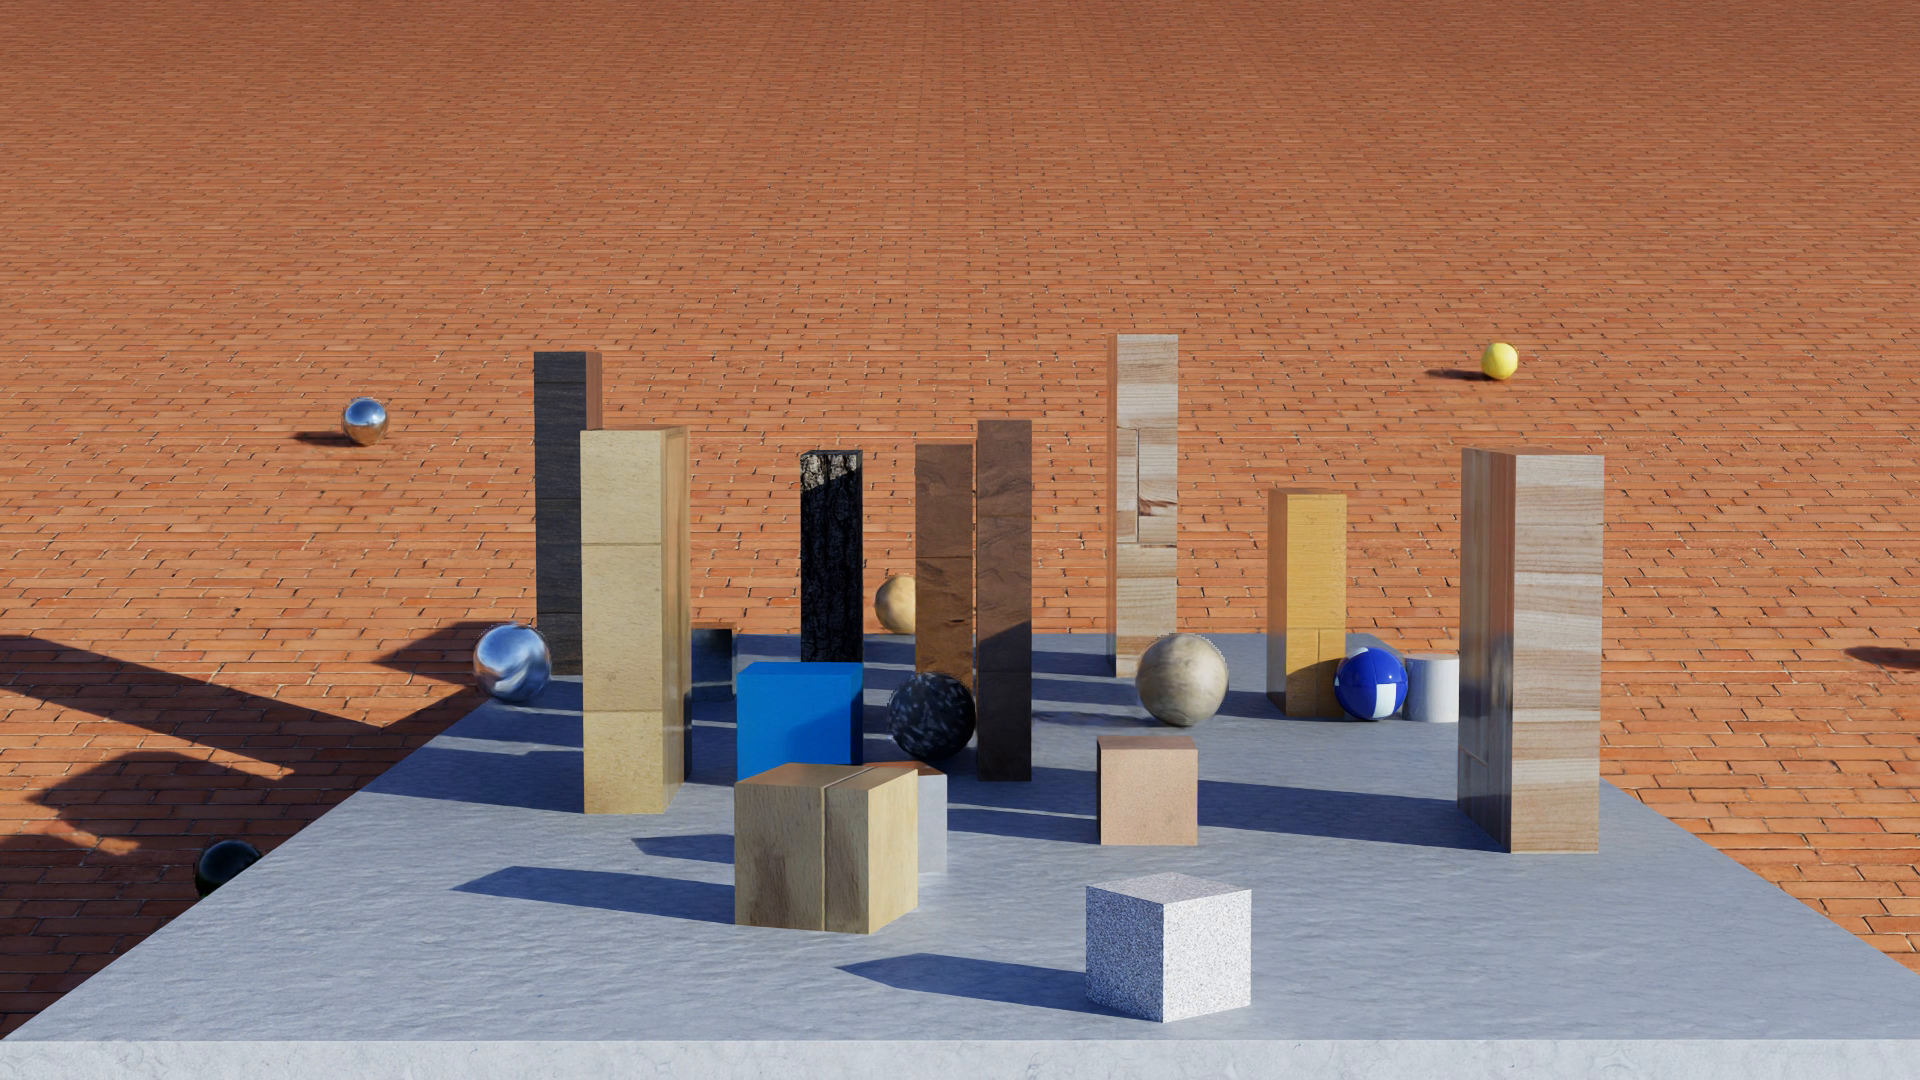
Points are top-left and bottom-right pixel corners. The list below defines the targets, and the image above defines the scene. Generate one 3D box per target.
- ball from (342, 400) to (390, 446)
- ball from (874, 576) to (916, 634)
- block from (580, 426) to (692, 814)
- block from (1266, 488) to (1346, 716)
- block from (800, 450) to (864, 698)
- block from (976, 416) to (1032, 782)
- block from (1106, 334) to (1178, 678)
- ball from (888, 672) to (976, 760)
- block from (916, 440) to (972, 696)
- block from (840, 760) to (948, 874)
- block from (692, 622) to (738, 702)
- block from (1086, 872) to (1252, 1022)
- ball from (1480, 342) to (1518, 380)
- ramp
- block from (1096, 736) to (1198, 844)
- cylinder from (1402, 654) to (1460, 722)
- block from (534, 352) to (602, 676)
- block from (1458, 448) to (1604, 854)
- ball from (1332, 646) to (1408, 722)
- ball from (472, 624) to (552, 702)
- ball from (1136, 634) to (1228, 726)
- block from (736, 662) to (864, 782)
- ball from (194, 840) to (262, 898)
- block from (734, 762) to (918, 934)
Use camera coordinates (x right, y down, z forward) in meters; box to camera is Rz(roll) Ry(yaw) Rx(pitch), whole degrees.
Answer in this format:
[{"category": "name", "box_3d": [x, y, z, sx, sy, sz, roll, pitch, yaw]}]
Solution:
[{"category": "ball", "box_3d": [-1.927, -0.382, 8.329, 0.148, 0.148, 0.148, 0, 20, 0]}, {"category": "ball", "box_3d": [-0.143, 0.165, 6.509, 0.149, 0.149, 0.149, 0, 20, 0]}, {"category": "block", "box_3d": [-0.505, 0.110, 4.041, 0.118, 0.574, 0.424, 0, 4, 0]}, {"category": "block", "box_3d": [0.683, 0.116, 5.079, 0.113, 0.428, 0.312, 0, 4, 0]}, {"category": "block", "box_3d": [-0.246, 0.084, 4.969, 0.104, 0.507, 0.347, 0, 4, 0]}, {"category": "block", "box_3d": [0.072, 0.088, 4.304, 0.087, 0.584, 0.338, 0, 4, 0]}, {"category": "block", "box_3d": [0.404, -0.084, 5.745, 0.130, 0.743, 0.382, 0, 4, 0]}, {"category": "ball", "box_3d": [-0.047, 0.301, 4.374, 0.150, 0.150, 0.150, 0, 20, 0]}, {"category": "block", "box_3d": [-0.029, 0.082, 4.818, 0.104, 0.531, 0.347, 0, 4, 0]}, {"category": "block", "box_3d": [-0.098, 0.372, 3.439, 0.129, 0.129, 0.129, -1, 4, -17]}, {"category": "block", "box_3d": [-0.533, 0.247, 5.235, 0.147, 0.147, 0.147, 0, 4, -1]}, {"category": "block", "box_3d": [0.218, 0.424, 2.686, 0.122, 0.122, 0.122, -3, 5, -37]}, {"category": "ball", "box_3d": [1.902, -0.631, 9.052, 0.130, 0.130, 0.130, 0, 20, 0]}, {"category": "ramp", "box_3d": [0.046, 0.416, 4.535, 2.000, 0.100, 4.000, 0, 4, 0]}, {"category": "block", "box_3d": [0.265, 0.355, 3.654, 0.134, 0.134, 0.134, 0, 4, 0]}, {"category": "cylinder", "box_3d": [0.905, 0.282, 4.908, 0.118, 0.118, 0.118, 0, 4, 0]}, {"category": "block", "box_3d": [-0.870, -0.065, 5.728, 0.114, 0.707, 0.258, 0, 4, 0]}, {"category": "block", "box_3d": [0.816, 0.145, 3.696, 0.120, 0.547, 0.378, 0, 4, 0]}, {"category": "ball", "box_3d": [0.779, 0.273, 4.874, 0.142, 0.142, 0.142, 0, 20, 0]}, {"category": "ball", "box_3d": [-0.903, 0.247, 5.172, 0.156, 0.156, 0.156, 0, 20, 0]}, {"category": "ball", "box_3d": [0.415, 0.263, 4.802, 0.171, 0.171, 0.171, 0, 20, 0]}, {"category": "block", "box_3d": [-0.258, 0.299, 4.171, 0.181, 0.181, 0.181, 0, 4, 4]}, {"category": "ball", "box_3d": [-1.507, 0.695, 5.312, 0.149, 0.149, 0.149, 0, 20, 0]}, {"category": "block", "box_3d": [-0.161, 0.371, 3.119, 0.171, 0.171, 0.171, 1, 4, 19]}]
